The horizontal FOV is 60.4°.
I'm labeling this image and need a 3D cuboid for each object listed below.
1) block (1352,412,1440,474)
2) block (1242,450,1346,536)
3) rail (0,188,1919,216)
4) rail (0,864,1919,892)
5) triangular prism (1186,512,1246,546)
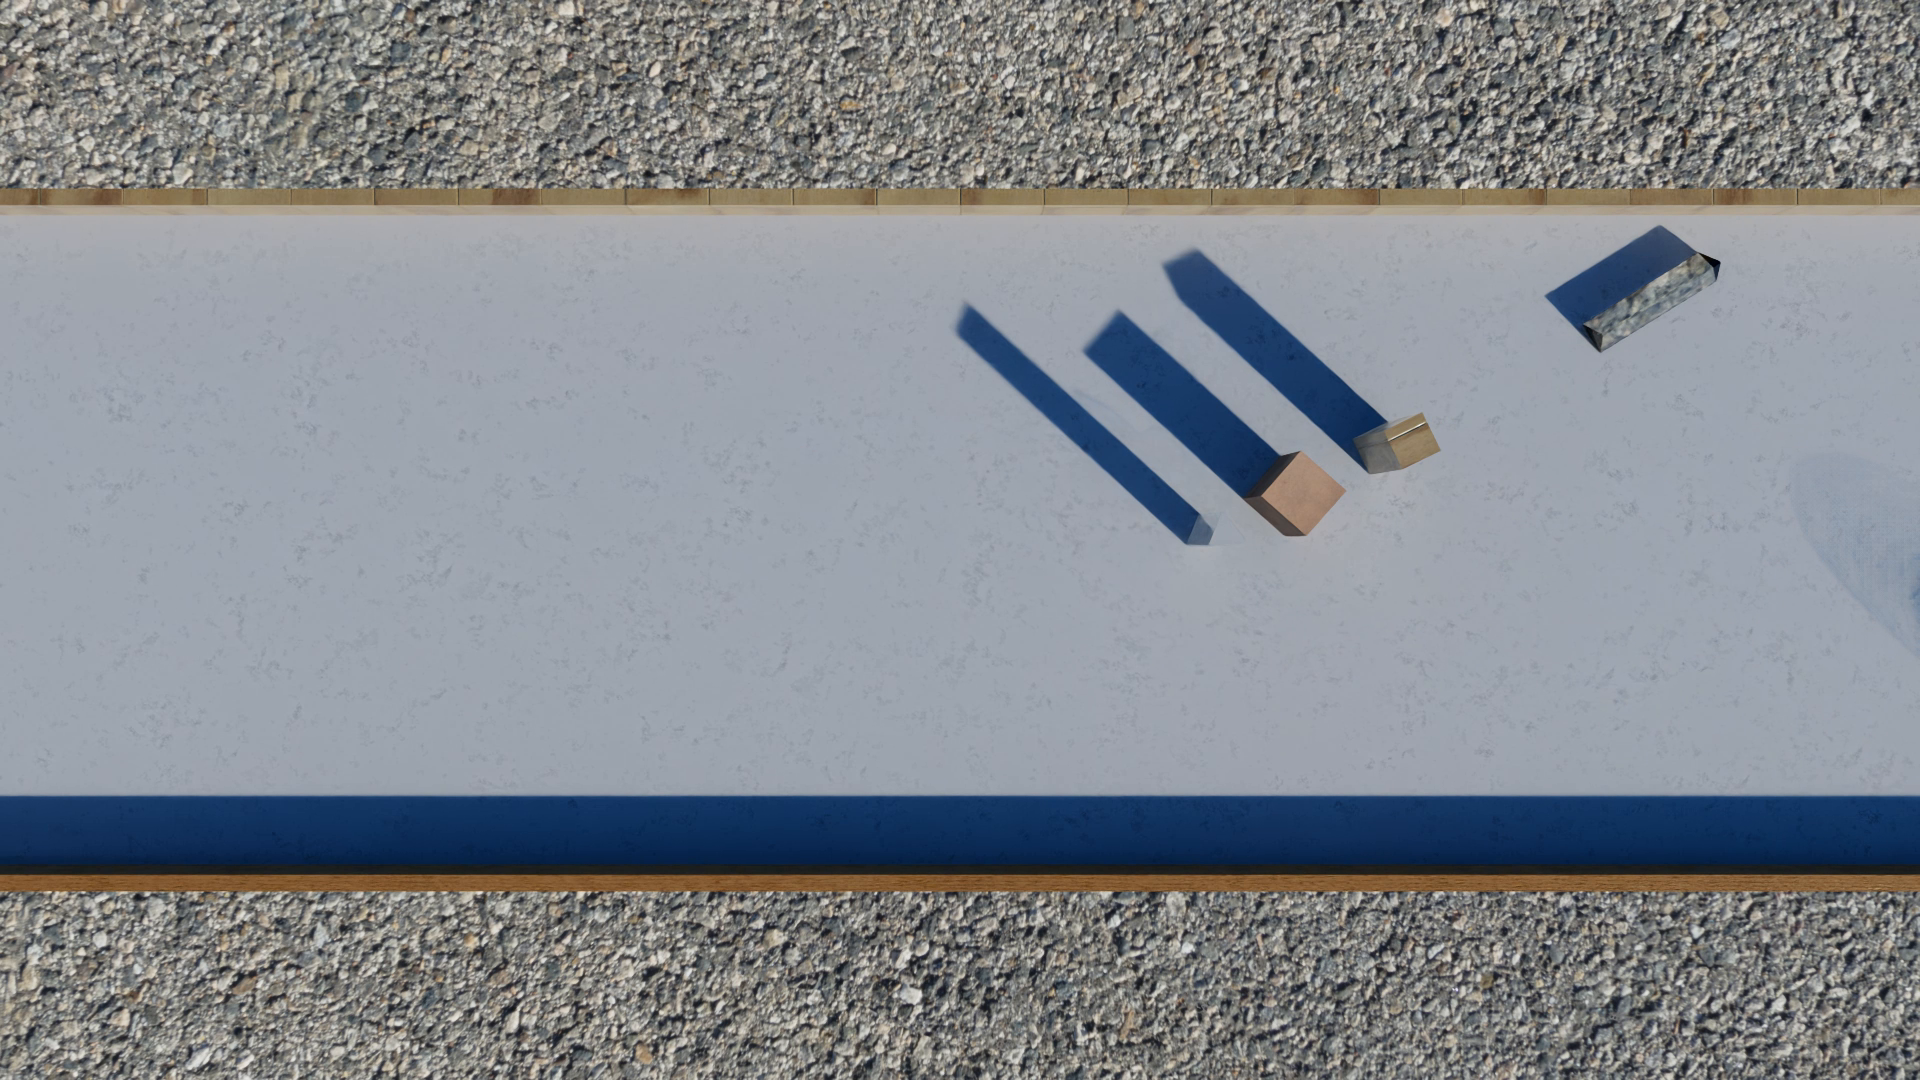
[{"bbox_3d":[1.290,-0.283,4.889,0.122,0.375,0.122,-26,90,0],"label":"block"},{"bbox_3d":[0.993,-0.135,4.918,0.175,0.316,0.175,41,90,0],"label":"block"},{"bbox_3d":[-2.247,-1.025,5.002,12.000,0.150,0.050,0,90,0],"label":"rail"},{"bbox_3d":[-2.247,1.025,5.001,12.000,0.150,0.050,0,90,0],"label":"rail"},{"bbox_3d":[0.743,-0.034,4.849,0.104,0.456,0.090,-7,90,0],"label":"triangular prism"}]
